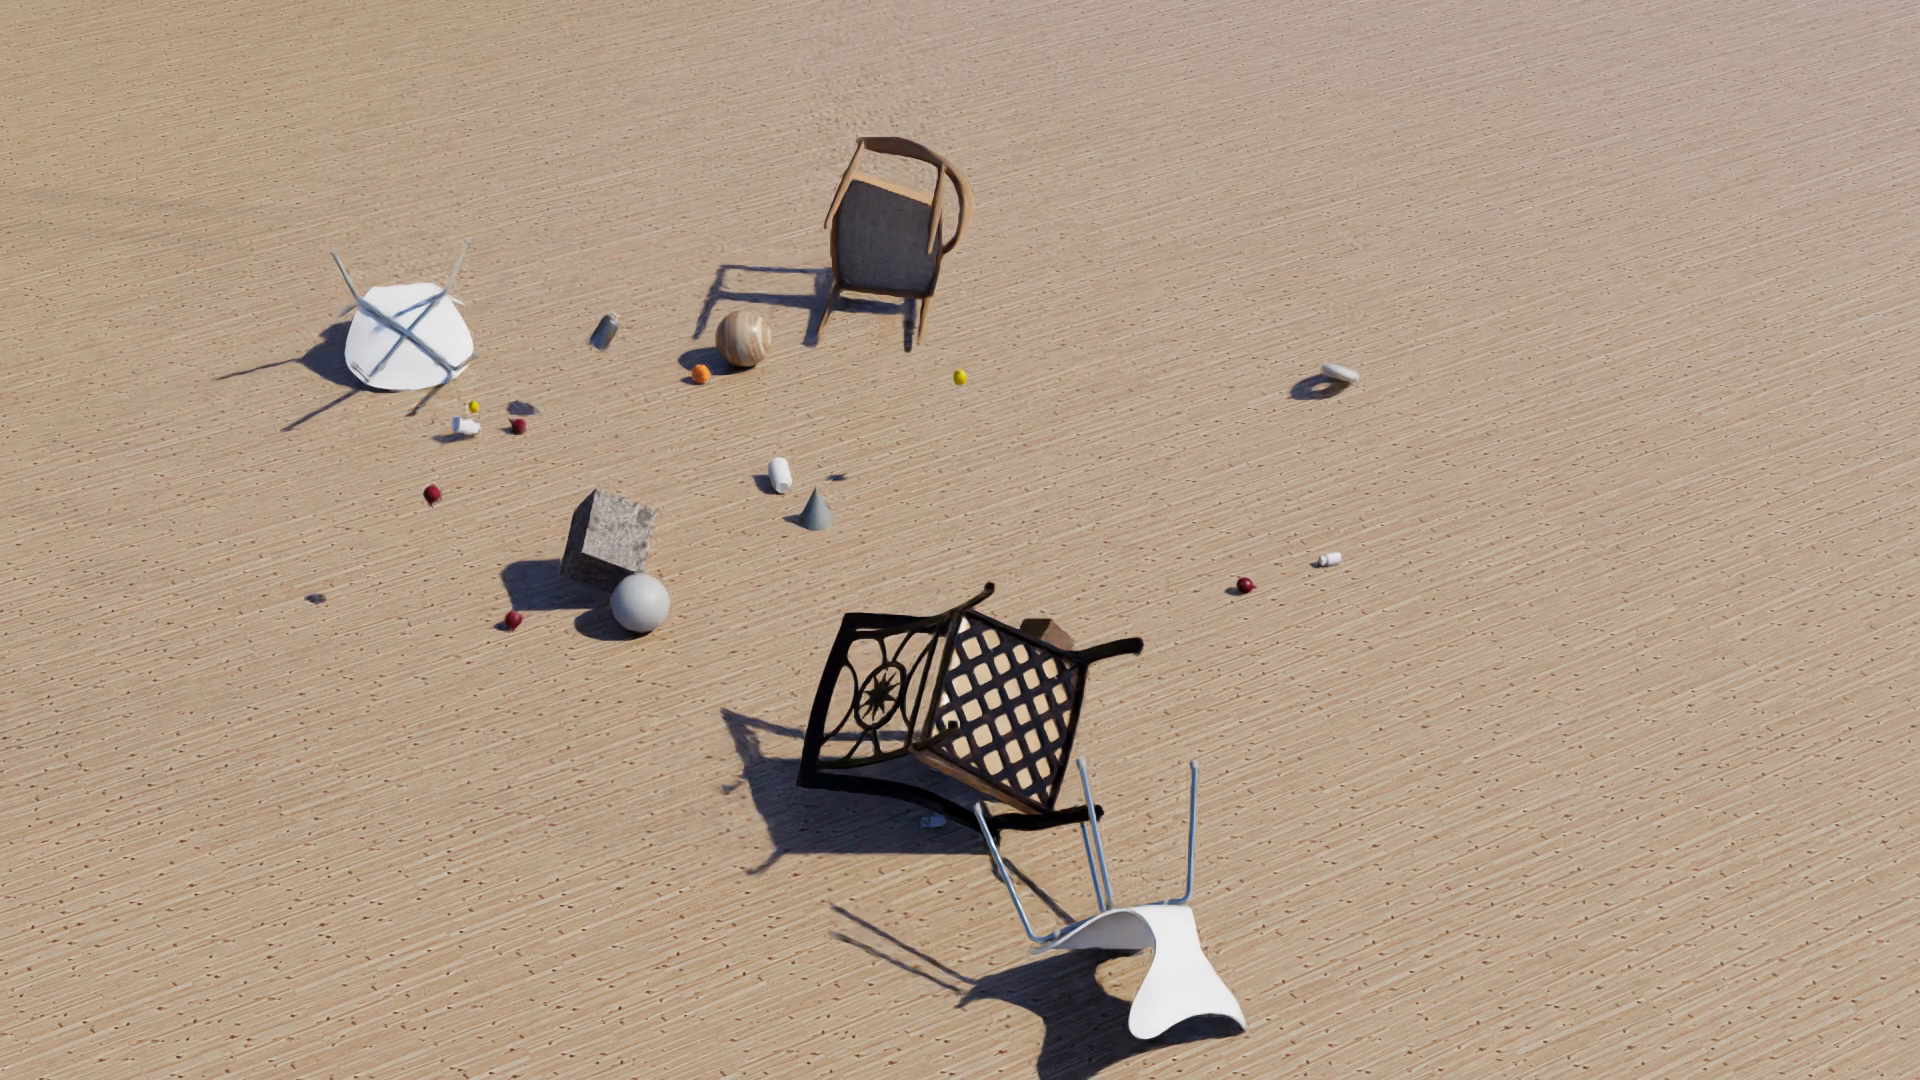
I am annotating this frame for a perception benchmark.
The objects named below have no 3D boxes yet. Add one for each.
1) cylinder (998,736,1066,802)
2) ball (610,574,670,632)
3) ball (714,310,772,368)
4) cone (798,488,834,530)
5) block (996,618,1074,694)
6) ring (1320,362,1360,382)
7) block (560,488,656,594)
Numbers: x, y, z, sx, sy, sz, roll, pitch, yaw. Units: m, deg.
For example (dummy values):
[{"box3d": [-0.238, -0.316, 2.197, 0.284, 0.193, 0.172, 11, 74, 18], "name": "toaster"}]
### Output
[{"box3d": [0.239, 0.754, 9.653, 0.186, 0.122, 0.180, 18, 36, 8], "name": "cylinder"}, {"box3d": [-1.135, 0.223, 10.415, 0.210, 0.210, 0.210, 0, 33, 0], "name": "ball"}, {"box3d": [-0.885, -0.824, 11.982, 0.234, 0.234, 0.234, 0, 33, 0], "name": "ball"}, {"box3d": [-0.540, -0.136, 11.011, 0.134, 0.154, 0.135, -20, 38, -27], "name": "cone"}, {"box3d": [0.261, 0.399, 10.095, 0.143, 0.135, 0.218, 0, 53, 51], "name": "block"}, {"box3d": [1.534, -0.677, 11.834, 0.161, 0.050, 0.283, 17, 7, 9], "name": "ring"}, {"box3d": [-1.267, 0.008, 10.560, 0.241, 0.212, 0.270, 21, 58, -22], "name": "block"}]
